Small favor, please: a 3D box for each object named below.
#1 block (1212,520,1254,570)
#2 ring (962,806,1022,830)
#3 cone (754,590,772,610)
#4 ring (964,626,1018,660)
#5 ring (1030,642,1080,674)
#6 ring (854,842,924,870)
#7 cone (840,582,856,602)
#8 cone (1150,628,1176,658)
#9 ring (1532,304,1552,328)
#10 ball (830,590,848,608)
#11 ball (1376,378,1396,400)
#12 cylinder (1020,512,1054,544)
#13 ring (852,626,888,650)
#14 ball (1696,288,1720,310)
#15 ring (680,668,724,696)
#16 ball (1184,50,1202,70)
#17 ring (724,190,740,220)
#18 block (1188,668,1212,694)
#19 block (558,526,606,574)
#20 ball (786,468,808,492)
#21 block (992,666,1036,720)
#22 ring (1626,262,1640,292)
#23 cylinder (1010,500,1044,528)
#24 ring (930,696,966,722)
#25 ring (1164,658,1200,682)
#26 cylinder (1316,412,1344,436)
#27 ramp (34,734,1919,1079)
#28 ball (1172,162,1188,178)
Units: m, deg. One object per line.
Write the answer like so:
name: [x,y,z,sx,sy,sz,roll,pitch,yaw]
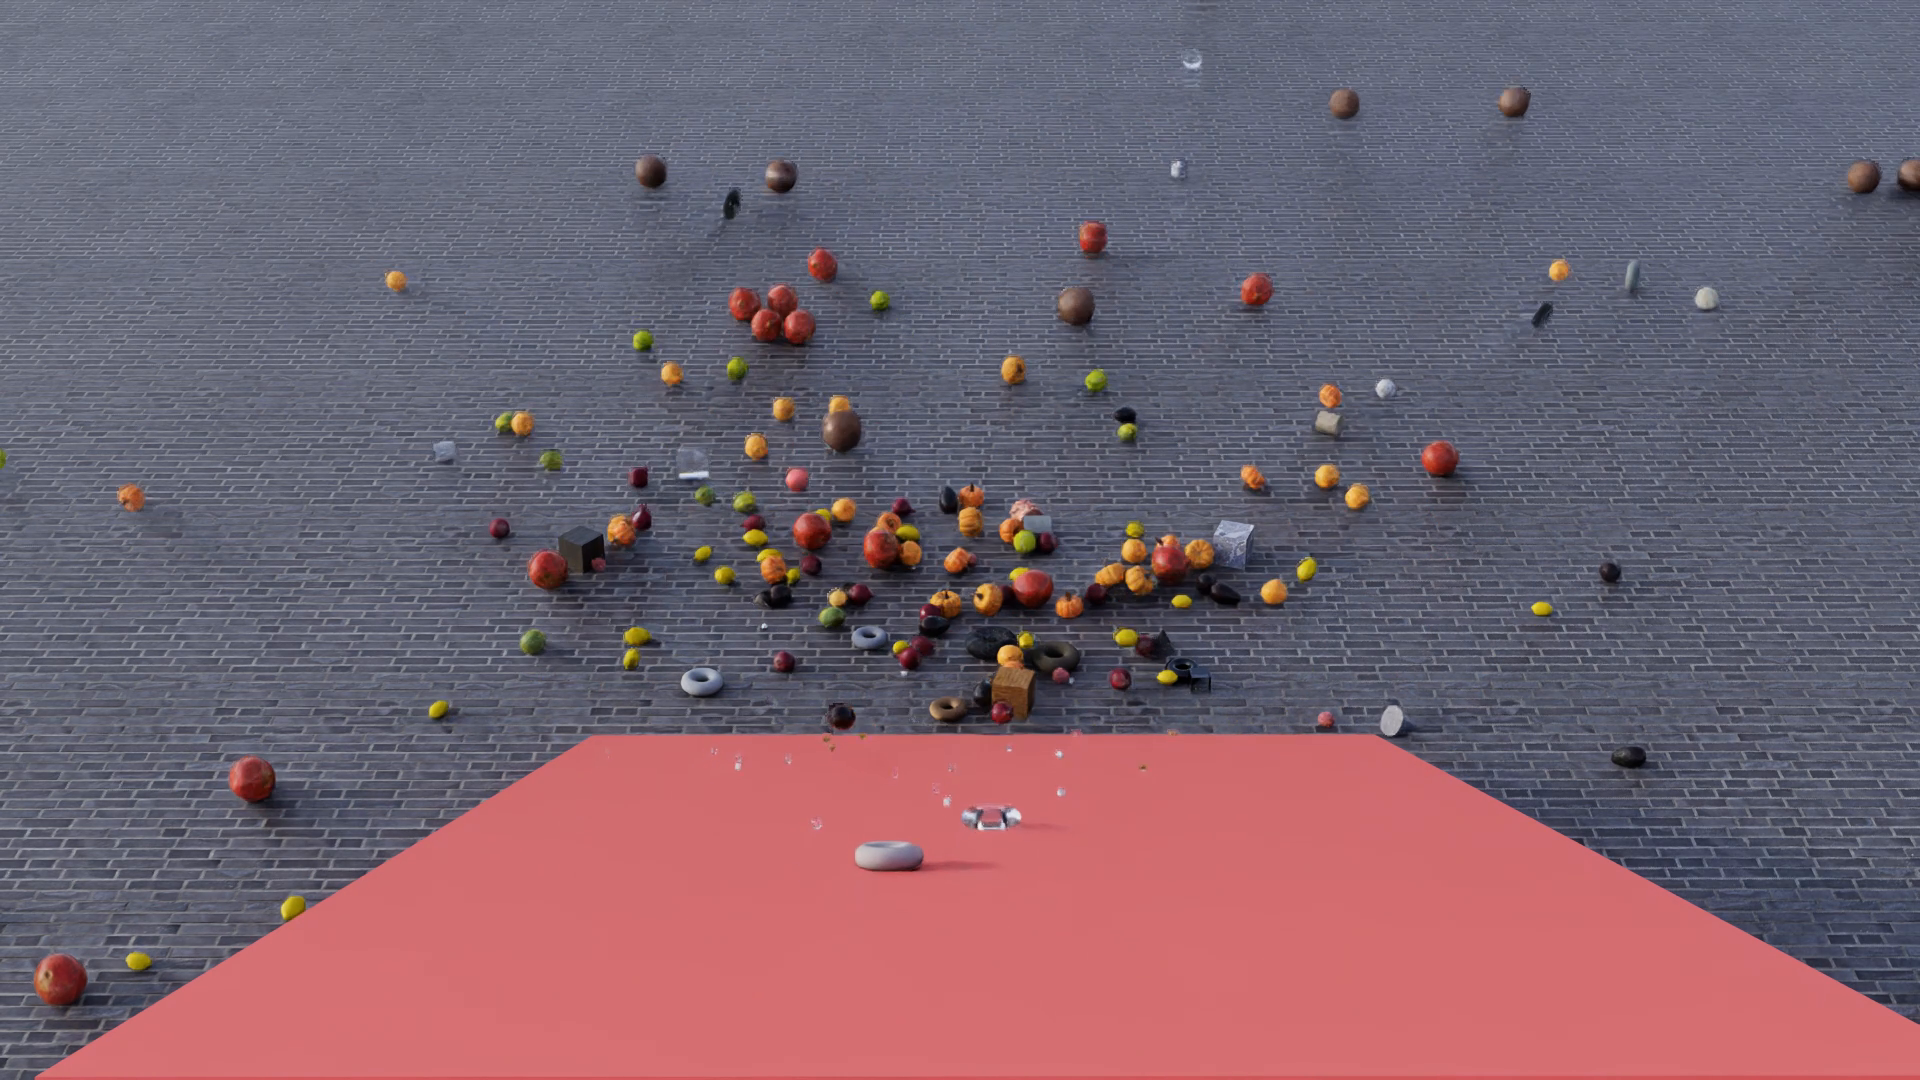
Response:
block: [0.804,0.014,7.599,0.098,0.098,0.098,10,30,17]
ring: [0.056,0.502,4.669,0.108,0.036,0.108,-1,1,0]
cone: [-0.551,0.180,7.367,0.053,0.053,0.053,-21,61,-33]
ring: [0.086,0.285,7.145,0.147,0.049,0.147,-1,27,0]
ring: [0.261,0.322,7.080,0.135,0.045,0.135,-1,29,0]
ring: [-0.113,0.507,4.145,0.112,0.037,0.112,-1,1,0]
cone: [-0.311,0.157,7.410,0.053,0.053,0.053,-17,59,-29]
cone: [0.560,0.275,7.140,0.071,0.071,0.071,0,28,0]
ring: [2.050,-0.792,9.106,0.033,0.098,0.098,39,42,18]
ball: [-0.346,0.168,7.360,0.051,0.051,0.051,0,28,0]
ball: [1.418,-0.502,8.594,0.067,0.067,0.067,0,28,0]
cylinder: [0.229,-0.033,7.707,0.078,0.078,0.078,-17,29,-1]
ring: [-0.250,0.273,7.183,0.103,0.034,0.103,1,28,-1]
ball: [2.677,-0.863,9.254,0.081,0.081,0.081,0,28,0]
ring: [-0.696,0.383,6.974,0.115,0.038,0.115,1,27,0]
ball: [1.052,-2.175,11.699,0.084,0.084,0.084,0,28,0]
ring: [-0.887,-1.304,10.041,0.039,0.118,0.118,16,31,9]
block: [0.646,0.379,6.965,0.052,0.052,0.052,-2,28,-5]
block: [-1.109,0.028,7.578,0.093,0.093,0.093,19,33,31]
ball: [-0.504,-0.185,8.000,0.070,0.070,0.070,0,28,0]
block: [0.143,0.406,6.870,0.096,0.096,0.096,7,29,13]
ring: [2.444,-0.956,9.393,0.038,0.114,0.114,8,29,19]
cylinder: [0.202,-0.073,7.783,0.077,0.077,0.077,-13,24,-23]
ring: [-0.032,0.449,6.857,0.098,0.033,0.098,-1,27,0]
ring: [0.607,0.353,7.037,0.098,0.033,0.098,-1,28,1]
cylinder: [1.195,-0.376,8.357,0.069,0.069,0.069,15,32,25]
ramp: [0.063,0.570,4.611,2.000,0.100,4.000,0,1,0]
ball: [0.888,-1.496,10.452,0.067,0.067,0.067,0,28,0]
